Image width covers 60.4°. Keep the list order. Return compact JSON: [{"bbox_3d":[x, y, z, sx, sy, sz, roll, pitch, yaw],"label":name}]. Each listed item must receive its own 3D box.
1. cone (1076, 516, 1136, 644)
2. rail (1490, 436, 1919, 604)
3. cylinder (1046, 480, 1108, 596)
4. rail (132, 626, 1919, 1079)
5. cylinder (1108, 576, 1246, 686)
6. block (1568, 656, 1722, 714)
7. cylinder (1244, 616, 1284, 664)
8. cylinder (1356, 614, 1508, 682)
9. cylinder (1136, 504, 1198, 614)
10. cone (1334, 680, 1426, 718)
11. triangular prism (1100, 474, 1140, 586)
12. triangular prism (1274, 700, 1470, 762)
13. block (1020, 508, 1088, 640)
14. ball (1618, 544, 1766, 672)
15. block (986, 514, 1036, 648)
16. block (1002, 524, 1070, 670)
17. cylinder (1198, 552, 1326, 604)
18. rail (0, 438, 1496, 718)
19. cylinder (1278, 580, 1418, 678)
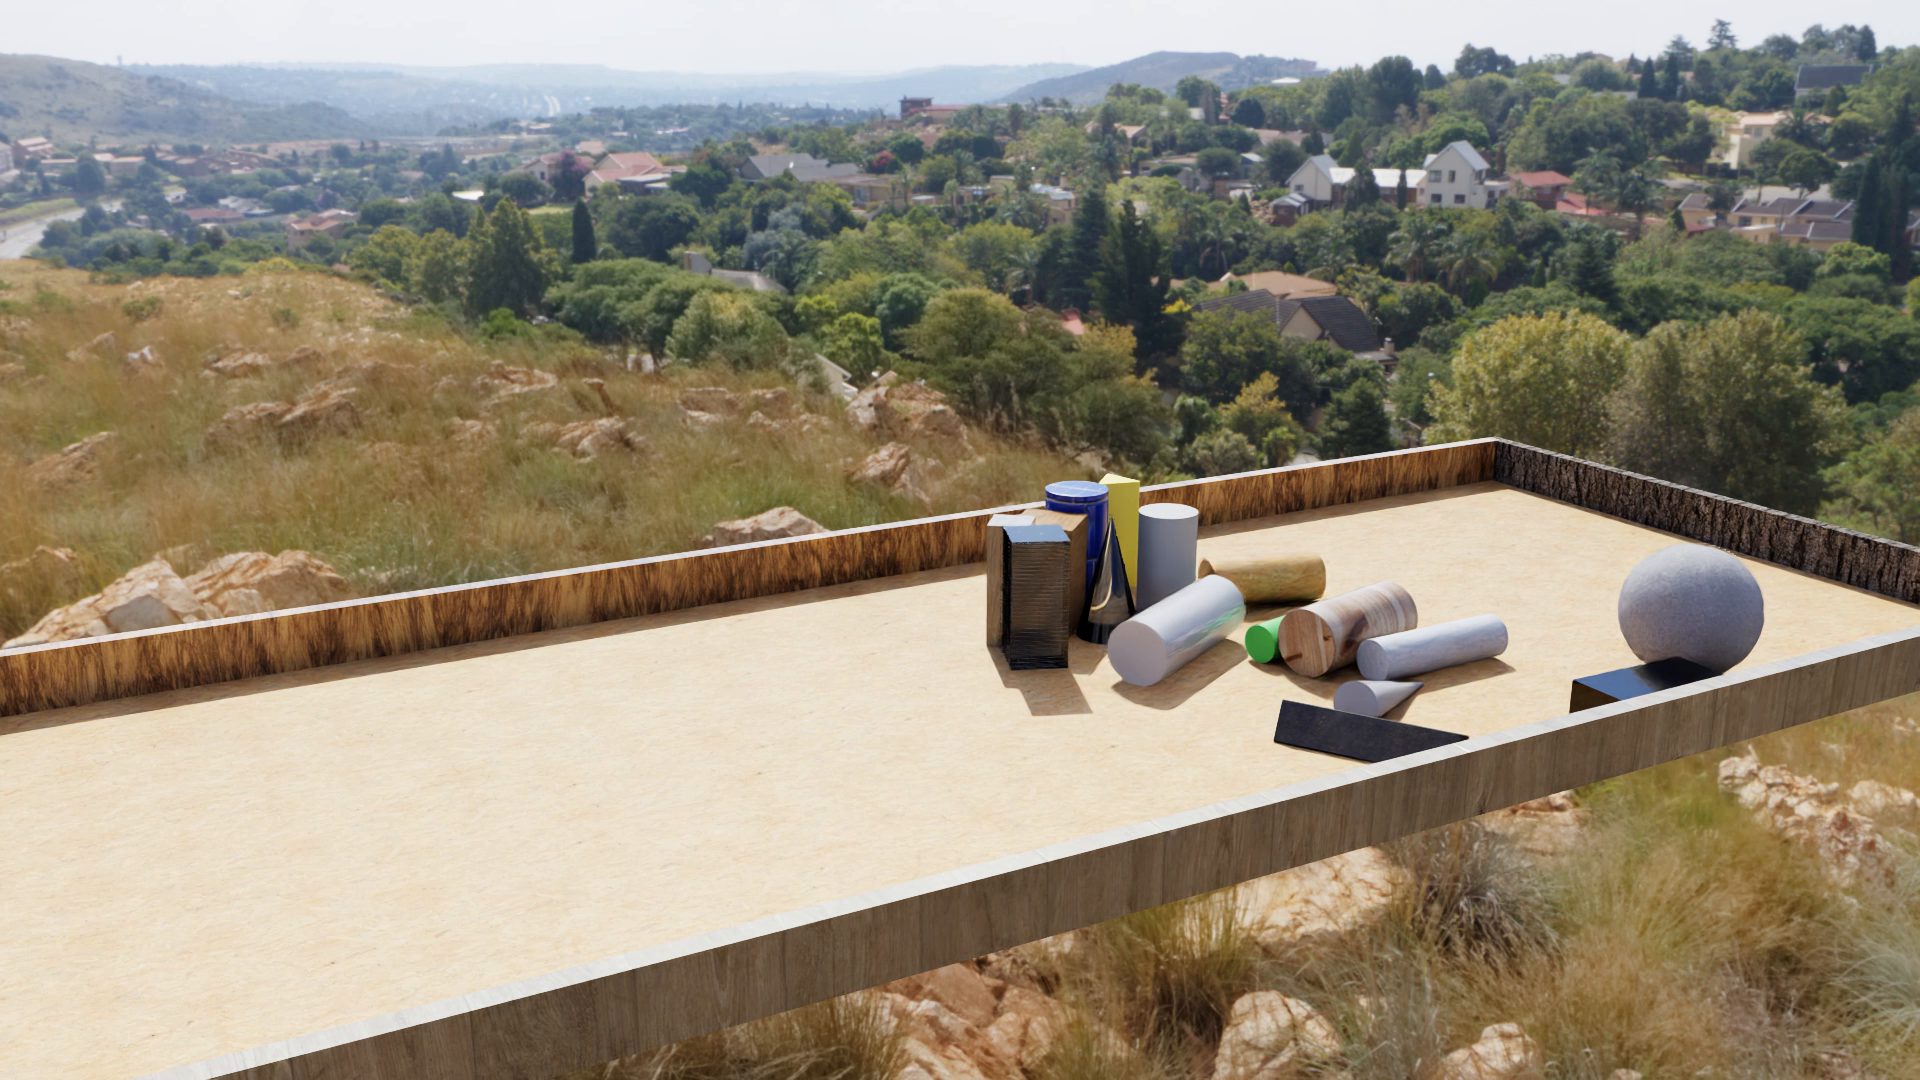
[{"bbox_3d":[0.404,0.093,4.440,0.177,0.338,0.177,0,16,0],"label":"cone"},{"bbox_3d":[2.466,-0.048,5.253,0.050,0.150,2.100,-9,18,-27],"label":"rail"},{"bbox_3d":[0.327,0.023,4.659,0.177,0.348,0.177,0,16,0],"label":"cylinder"},{"bbox_3d":[-2.336,1.006,1.665,12.000,0.150,0.050,-9,18,-27],"label":"rail"},{"bbox_3d":[0.566,0.229,4.274,0.169,0.169,0.450,11,20,33],"label":"cylinder"},{"bbox_3d":[1.581,0.384,3.794,0.340,0.143,0.143,-8,18,-25],"label":"block"},{"bbox_3d":[0.939,0.230,4.396,0.432,0.100,0.100,-13,21,-38],"label":"cylinder"},{"bbox_3d":[1.210,0.276,4.215,0.412,0.113,0.113,-9,19,-28],"label":"cylinder"},{"bbox_3d":[0.576,0.064,4.603,0.164,0.301,0.164,0,16,0],"label":"cylinder"},{"bbox_3d":[1.046,0.371,3.993,0.113,0.113,0.382,14,13,39],"label":"cone"},{"bbox_3d":[0.450,-0.027,4.877,0.124,0.321,0.107,-4,17,-13],"label":"triangular prism"},{"bbox_3d":[0.926,0.438,3.705,0.423,0.086,0.099,9,19,29],"label":"triangular prism"},{"bbox_3d":[0.239,0.090,4.508,0.175,0.304,0.175,6,17,17],"label":"block"},{"bbox_3d":[1.834,0.179,4.144,0.339,0.339,0.339,0,16,0],"label":"ball"},{"bbox_3d":[0.135,0.110,4.384,0.111,0.335,0.111,3,17,11],"label":"block"},{"bbox_3d":[0.194,0.147,4.249,0.149,0.342,0.149,-2,16,-7],"label":"block"},{"bbox_3d":[0.865,0.113,4.725,0.335,0.138,0.138,-4,17,-13],"label":"cylinder"},{"bbox_3d":[-3.305,0.497,3.399,12.000,0.150,0.050,-9,18,-27],"label":"rail"},{"bbox_3d":[1.005,0.227,4.268,0.357,0.177,0.177,-14,21,-39],"label":"cylinder"}]
